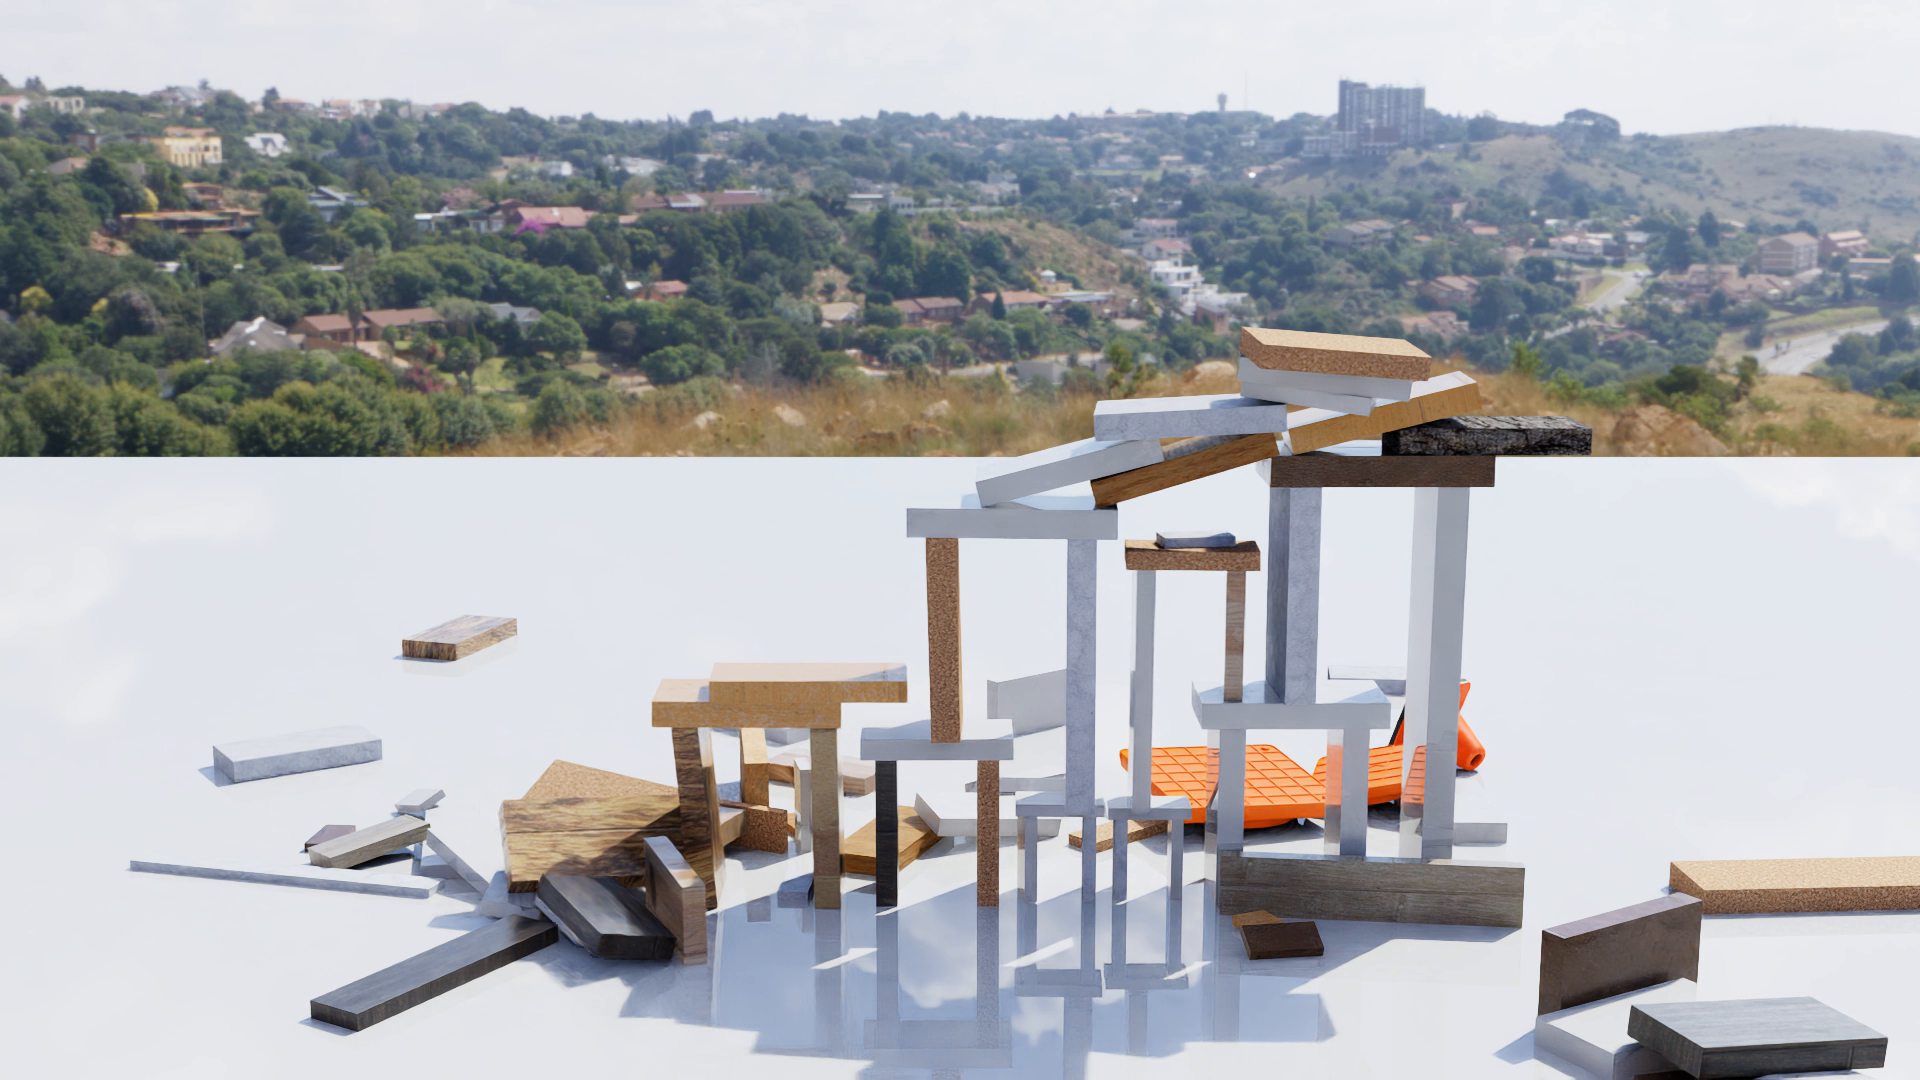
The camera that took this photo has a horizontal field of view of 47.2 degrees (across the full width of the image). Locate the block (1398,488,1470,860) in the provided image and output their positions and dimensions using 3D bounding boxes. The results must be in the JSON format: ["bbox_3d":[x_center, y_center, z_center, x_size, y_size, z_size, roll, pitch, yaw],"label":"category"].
[{"bbox_3d":[0.775,0.245,3.610,0.050,0.700,0.176,0,11,0],"label":"block"}]

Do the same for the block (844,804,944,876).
[{"bbox_3d":[-0.119,0.531,3.894,0.119,0.034,0.287,4,11,21],"label":"block"}]

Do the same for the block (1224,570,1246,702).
[{"bbox_3d":[0.448,0.145,3.577,0.030,0.213,0.107,2,11,8],"label":"block"}]

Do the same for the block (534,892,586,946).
[{"bbox_3d":[-0.603,0.599,3.478,0.075,0.021,0.178,9,8,-35],"label":"block"}]

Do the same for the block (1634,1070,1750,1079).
[{"bbox_3d":[0.971,0.723,2.898,0.143,0.020,0.072,-2,11,-13],"label":"block"}]

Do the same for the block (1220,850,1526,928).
[{"bbox_3d":[0.661,0.562,3.544,0.480,0.100,0.028,1,11,7],"label":"block"}]

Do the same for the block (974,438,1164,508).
[{"bbox_3d":[0.175,-0.122,3.531,0.297,0.042,0.149,-14,10,5],"label":"block"}]

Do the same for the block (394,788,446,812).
[{"bbox_3d":[-1.003,0.483,4.083,0.054,0.015,0.109,-37,18,-35],"label":"block"}]

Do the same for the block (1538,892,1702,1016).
[{"bbox_3d":[0.953,0.609,3.169,0.290,0.145,0.041,-7,12,-32],"label":"block"}]

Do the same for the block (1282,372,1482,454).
[{"bbox_3d":[0.668,-0.204,3.513,0.301,0.043,0.150,-14,10,5],"label":"block"}]

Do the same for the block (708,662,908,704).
[{"bbox_3d":[-0.246,0.232,3.589,0.318,0.036,0.127,0,11,-2],"label":"block"}]

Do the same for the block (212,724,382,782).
[{"bbox_3d":[-1.333,0.427,4.429,0.296,0.042,0.148,-7,12,-33],"label":"block"}]

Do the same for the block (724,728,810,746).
[{"bbox_3d":[-0.409,0.385,4.677,0.246,0.035,0.123,9,14,41],"label":"block"}]

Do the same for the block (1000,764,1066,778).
[{"bbox_3d":[0.138,0.465,4.290,0.137,0.019,0.068,-7,12,-32],"label":"block"}]

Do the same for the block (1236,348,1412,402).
[{"bbox_3d":[0.566,-0.263,3.431,0.264,0.037,0.132,8,16,5],"label":"block"}]

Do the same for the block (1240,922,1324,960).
[{"bbox_3d":[0.498,0.620,3.403,0.117,0.017,0.059,-2,34,-9],"label":"block"}]

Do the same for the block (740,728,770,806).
[{"bbox_3d":[-0.386,0.433,4.110,0.042,0.148,0.398,-1,11,-7],"label":"block"}]

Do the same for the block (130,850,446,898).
[{"bbox_3d":[-1.148,0.568,3.744,0.569,0.015,0.054,3,11,15],"label":"block"}]

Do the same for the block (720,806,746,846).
[{"bbox_3d":[-0.591,0.495,3.897,0.399,0.042,0.148,5,11,22],"label":"block"}]

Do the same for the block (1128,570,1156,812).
[{"bbox_3d":[0.297,0.237,3.603,0.030,0.403,0.107,0,11,0],"label":"block"}]

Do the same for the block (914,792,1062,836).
[{"bbox_3d":[0.049,0.495,3.969,0.238,0.034,0.119,3,15,-24],"label":"block"}]

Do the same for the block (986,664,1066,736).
[{"bbox_3d":[0.163,0.340,4.677,0.246,0.123,0.035,-8,13,-38],"label":"block"}]

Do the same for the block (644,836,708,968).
[{"bbox_3d":[-0.448,0.565,3.456,0.036,0.127,0.254,-4,11,-21],"label":"block"}]

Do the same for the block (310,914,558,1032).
[{"bbox_3d":[-0.780,0.645,3.301,0.095,0.027,0.417,6,12,31],"label":"block"}]

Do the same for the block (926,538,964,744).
[{"bbox_3d":[-0.025,0.147,3.585,0.047,0.334,0.167,-1,10,2],"label":"block"}]

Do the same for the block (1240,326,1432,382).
[{"bbox_3d":[0.575,-0.286,3.378,0.264,0.037,0.132,4,16,-8],"label":"block"}]

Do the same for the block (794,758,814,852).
[{"bbox_3d":[-0.278,0.470,3.905,0.021,0.150,0.075,-2,11,-13],"label":"block"}]

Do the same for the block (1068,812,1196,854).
[{"bbox_3d":[0.313,0.522,3.981,0.258,0.019,0.068,-9,14,-41],"label":"block"}]

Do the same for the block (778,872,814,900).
[{"bbox_3d":[-0.273,0.579,3.686,0.051,0.014,0.102,1,11,4],"label":"block"}]

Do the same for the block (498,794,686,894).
[{"bbox_3d":[-0.603,0.501,3.633,0.297,0.042,0.148,1,54,-23],"label":"block"}]

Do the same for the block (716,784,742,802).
[{"bbox_3d":[-0.455,0.496,4.103,0.095,0.027,0.191,-1,11,-7],"label":"block"}]

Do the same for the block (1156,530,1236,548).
[{"bbox_3d":[0.383,-0.002,3.572,0.117,0.017,0.058,-2,11,-10],"label":"block"}]

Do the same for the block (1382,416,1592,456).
[{"bbox_3d":[0.840,-0.167,3.521,0.301,0.043,0.150,0,11,0],"label":"block"}]

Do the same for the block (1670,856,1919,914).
[{"bbox_3d":[1.518,0.571,3.660,0.633,0.041,0.145,-1,11,-4],"label":"block"}]

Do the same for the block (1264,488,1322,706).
[{"bbox_3d":[0.540,0.075,3.574,0.050,0.353,0.176,-1,11,-3],"label":"block"}]

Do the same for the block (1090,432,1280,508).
[{"bbox_3d":[0.357,-0.126,3.519,0.297,0.042,0.149,-17,10,7],"label":"block"}]

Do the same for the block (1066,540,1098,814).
[{"bbox_3d":[0.197,0.206,3.591,0.047,0.451,0.167,0,11,3],"label":"block"}]

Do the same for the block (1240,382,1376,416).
[{"bbox_3d":[0.546,-0.232,3.434,0.201,0.028,0.100,10,17,14],"label":"block"}]
